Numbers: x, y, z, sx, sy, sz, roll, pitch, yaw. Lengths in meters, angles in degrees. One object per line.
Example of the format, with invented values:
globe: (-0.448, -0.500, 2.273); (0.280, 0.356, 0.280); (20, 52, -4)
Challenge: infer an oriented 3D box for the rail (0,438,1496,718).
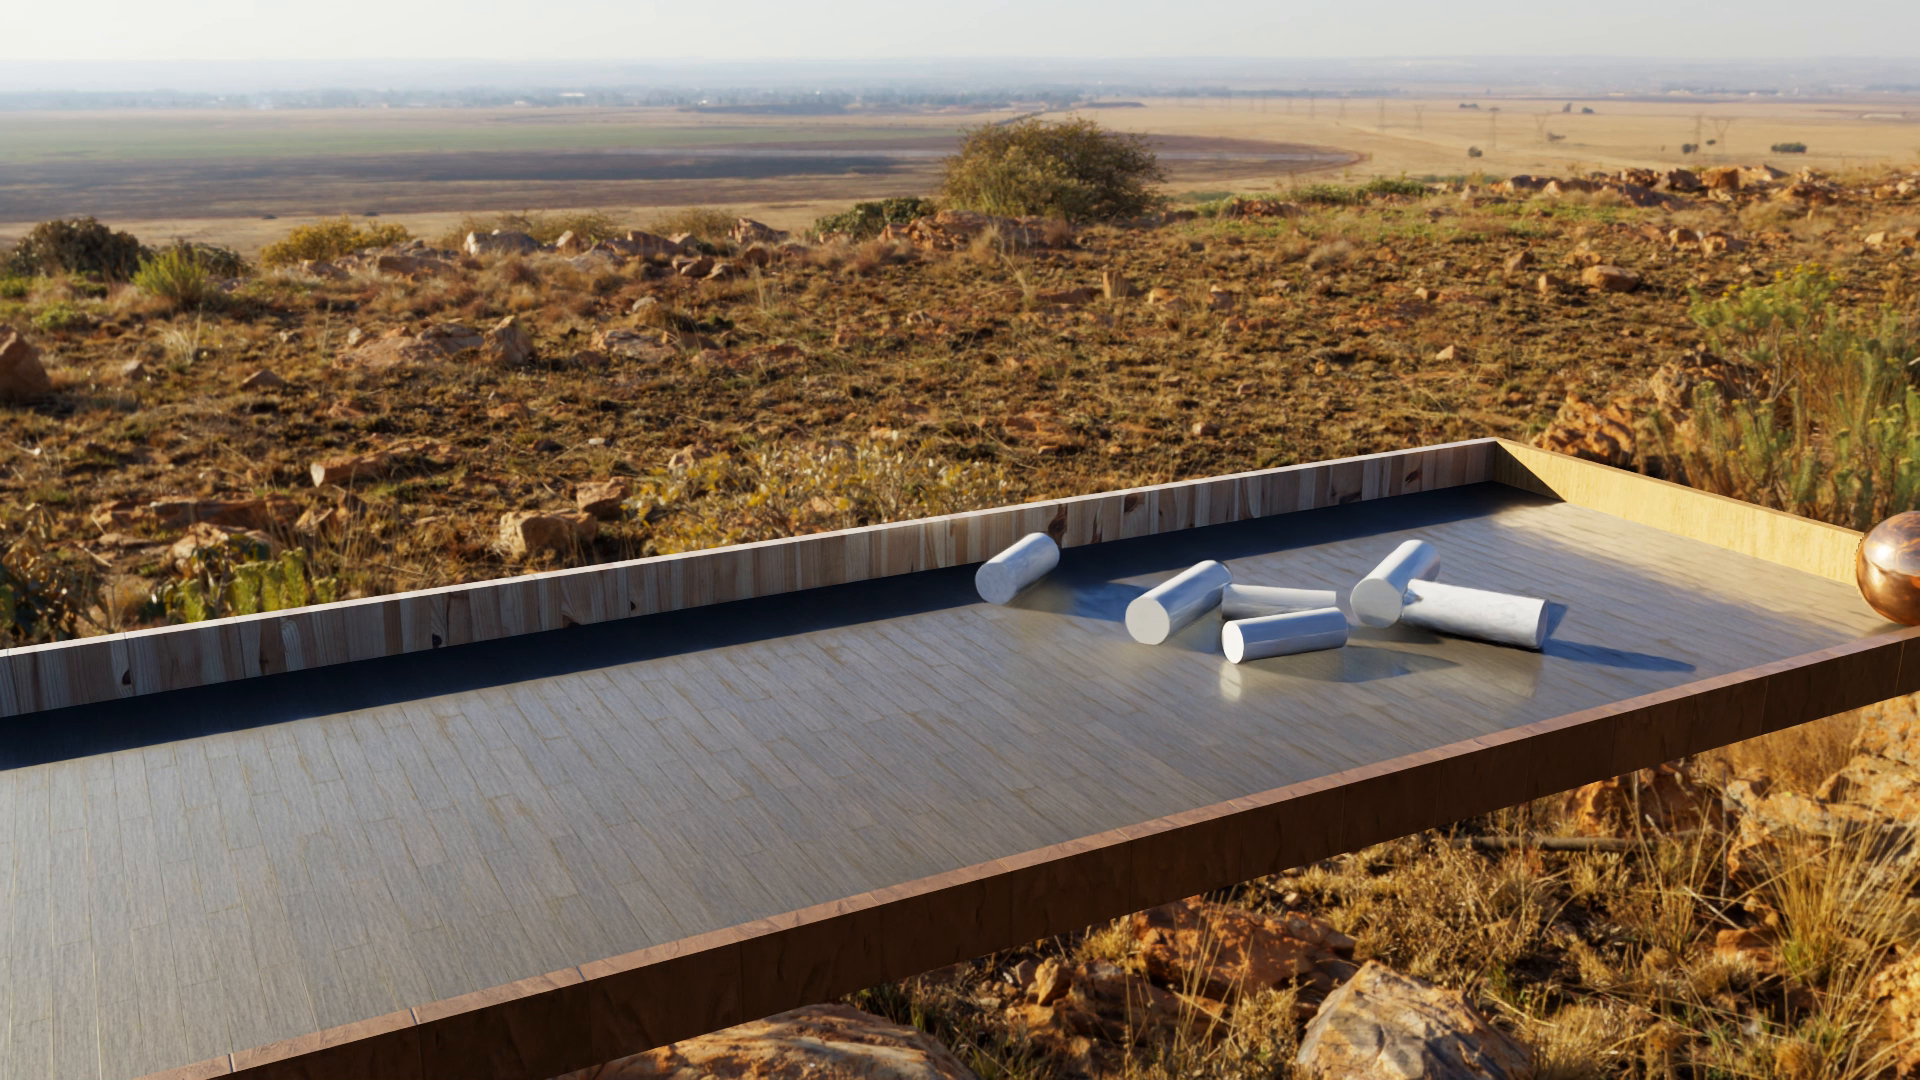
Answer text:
rail: (-3.305, 0.497, 3.399); (12.000, 0.150, 0.050); (-9, 18, -27)

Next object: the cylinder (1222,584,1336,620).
cylinder: (0.880, 0.183, 4.554); (0.302, 0.100, 0.100); (4, 17, 13)

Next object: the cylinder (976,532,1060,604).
cylinder: (0.172, 0.082, 4.850); (0.128, 0.128, 0.330); (8, 18, 24)

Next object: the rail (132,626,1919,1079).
rail: (-2.336, 1.006, 1.665); (12.000, 0.150, 0.050); (-9, 18, -27)

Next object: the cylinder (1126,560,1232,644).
cylinder: (0.608, 0.169, 4.546); (0.133, 0.133, 0.397); (11, 19, 32)

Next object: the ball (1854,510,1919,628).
ball: (2.632, 0.079, 4.512); (0.324, 0.324, 0.324); (0, 16, 0)

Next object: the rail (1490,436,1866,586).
rail: (2.466, -0.048, 5.253); (0.050, 0.150, 2.100); (-9, 18, -27)

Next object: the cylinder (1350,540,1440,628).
cylinder: (1.243, 0.121, 4.691); (0.143, 0.143, 0.425); (9, 19, 28)

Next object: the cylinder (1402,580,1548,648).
cylinder: (1.388, 0.199, 4.449); (0.354, 0.130, 0.130); (10, 19, 30)

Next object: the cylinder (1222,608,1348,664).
cylinder: (0.851, 0.248, 4.317); (0.314, 0.109, 0.109); (-6, 17, -20)
